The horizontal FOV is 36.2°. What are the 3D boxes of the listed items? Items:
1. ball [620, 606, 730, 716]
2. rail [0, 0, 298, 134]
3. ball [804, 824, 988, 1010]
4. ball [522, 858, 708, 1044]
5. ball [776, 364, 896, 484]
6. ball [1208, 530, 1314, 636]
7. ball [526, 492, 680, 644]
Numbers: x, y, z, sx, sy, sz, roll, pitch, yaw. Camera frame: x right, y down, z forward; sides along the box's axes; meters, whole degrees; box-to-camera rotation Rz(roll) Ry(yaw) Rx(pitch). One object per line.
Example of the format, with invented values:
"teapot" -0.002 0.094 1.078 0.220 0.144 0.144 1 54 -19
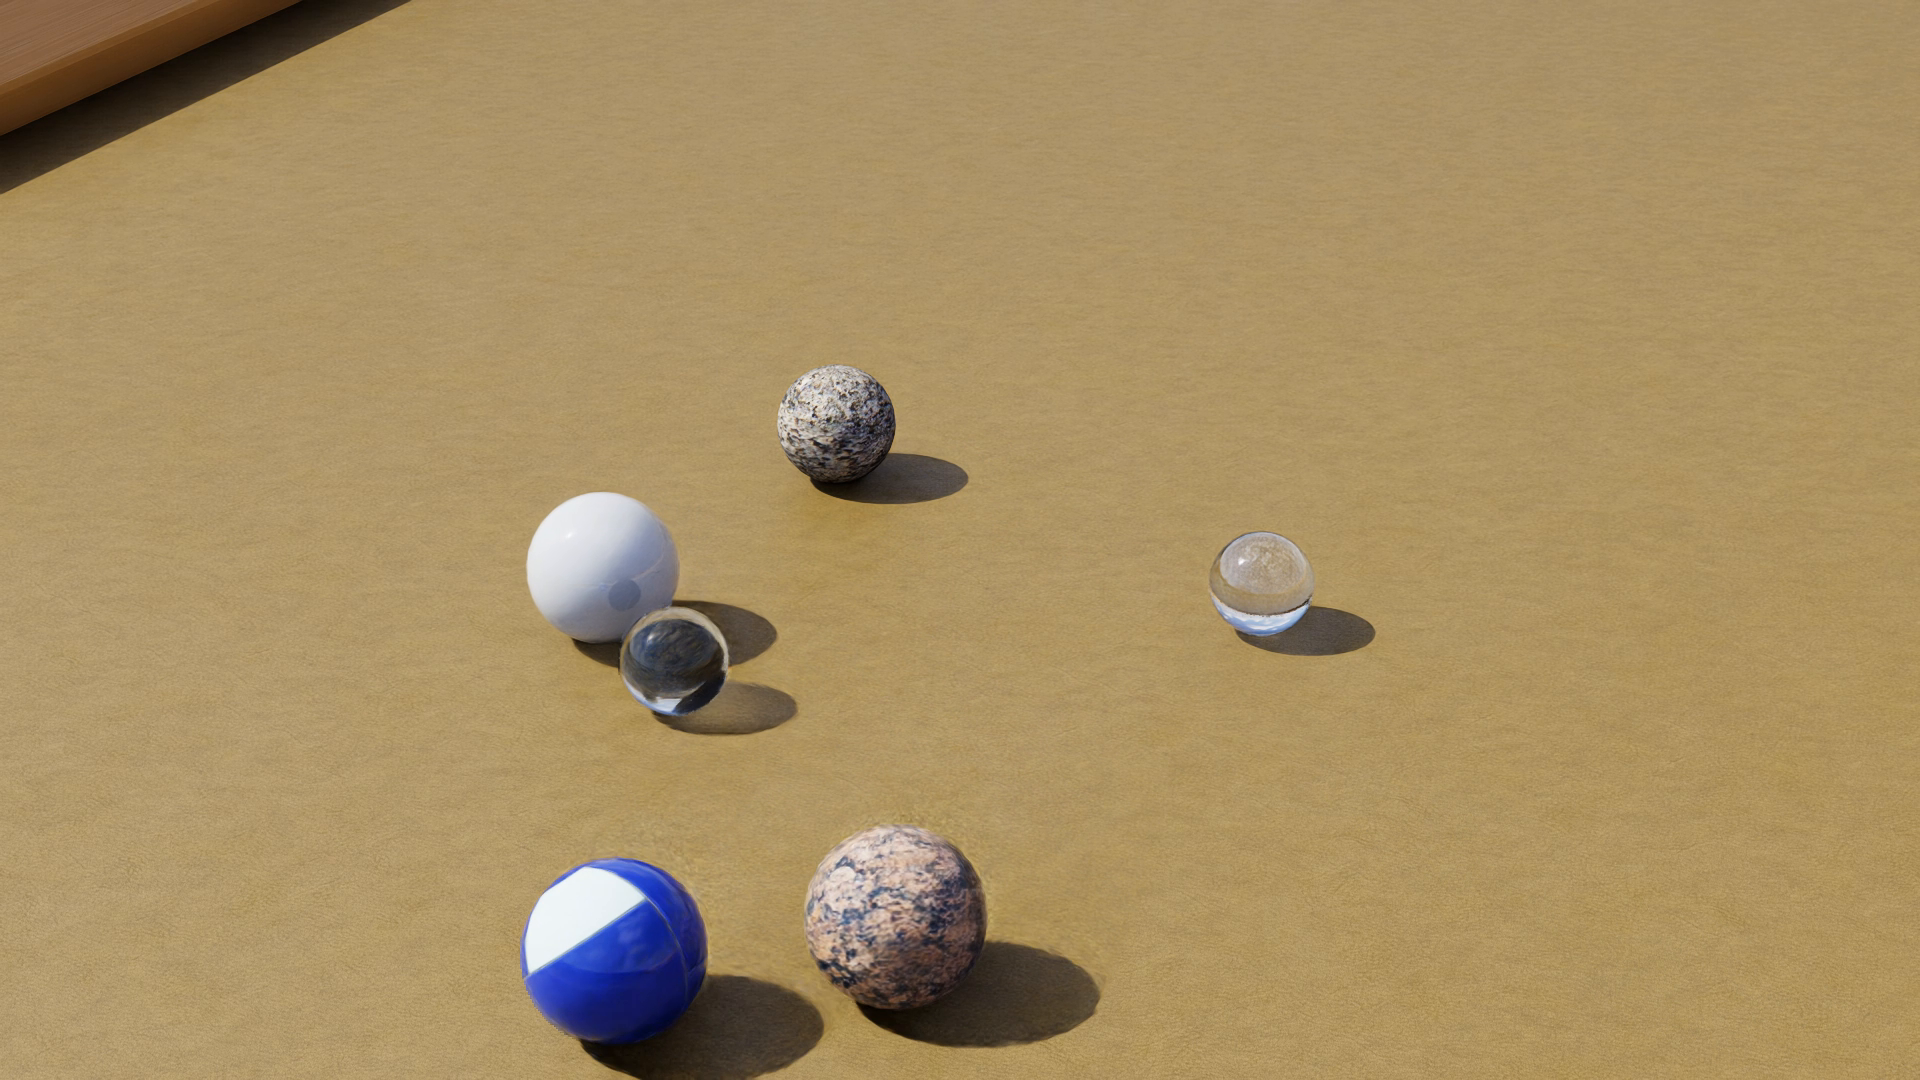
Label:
"ball" -0.157 0.066 1.620 0.060 0.060 0.060 0 27 0
"rail" -0.585 -0.594 2.847 0.045 0.114 3.636 12 29 22
"ball" -0.030 0.176 1.376 0.086 0.086 0.086 0 27 0
"ball" -0.158 0.189 1.353 0.086 0.086 0.086 0 27 0
"ball" -0.079 -0.074 1.876 0.076 0.076 0.076 0 27 0
"ball" 0.174 0.025 1.699 0.061 0.061 0.061 0 27 0
"ball" -0.204 0.016 1.688 0.088 0.088 0.088 0 27 0
